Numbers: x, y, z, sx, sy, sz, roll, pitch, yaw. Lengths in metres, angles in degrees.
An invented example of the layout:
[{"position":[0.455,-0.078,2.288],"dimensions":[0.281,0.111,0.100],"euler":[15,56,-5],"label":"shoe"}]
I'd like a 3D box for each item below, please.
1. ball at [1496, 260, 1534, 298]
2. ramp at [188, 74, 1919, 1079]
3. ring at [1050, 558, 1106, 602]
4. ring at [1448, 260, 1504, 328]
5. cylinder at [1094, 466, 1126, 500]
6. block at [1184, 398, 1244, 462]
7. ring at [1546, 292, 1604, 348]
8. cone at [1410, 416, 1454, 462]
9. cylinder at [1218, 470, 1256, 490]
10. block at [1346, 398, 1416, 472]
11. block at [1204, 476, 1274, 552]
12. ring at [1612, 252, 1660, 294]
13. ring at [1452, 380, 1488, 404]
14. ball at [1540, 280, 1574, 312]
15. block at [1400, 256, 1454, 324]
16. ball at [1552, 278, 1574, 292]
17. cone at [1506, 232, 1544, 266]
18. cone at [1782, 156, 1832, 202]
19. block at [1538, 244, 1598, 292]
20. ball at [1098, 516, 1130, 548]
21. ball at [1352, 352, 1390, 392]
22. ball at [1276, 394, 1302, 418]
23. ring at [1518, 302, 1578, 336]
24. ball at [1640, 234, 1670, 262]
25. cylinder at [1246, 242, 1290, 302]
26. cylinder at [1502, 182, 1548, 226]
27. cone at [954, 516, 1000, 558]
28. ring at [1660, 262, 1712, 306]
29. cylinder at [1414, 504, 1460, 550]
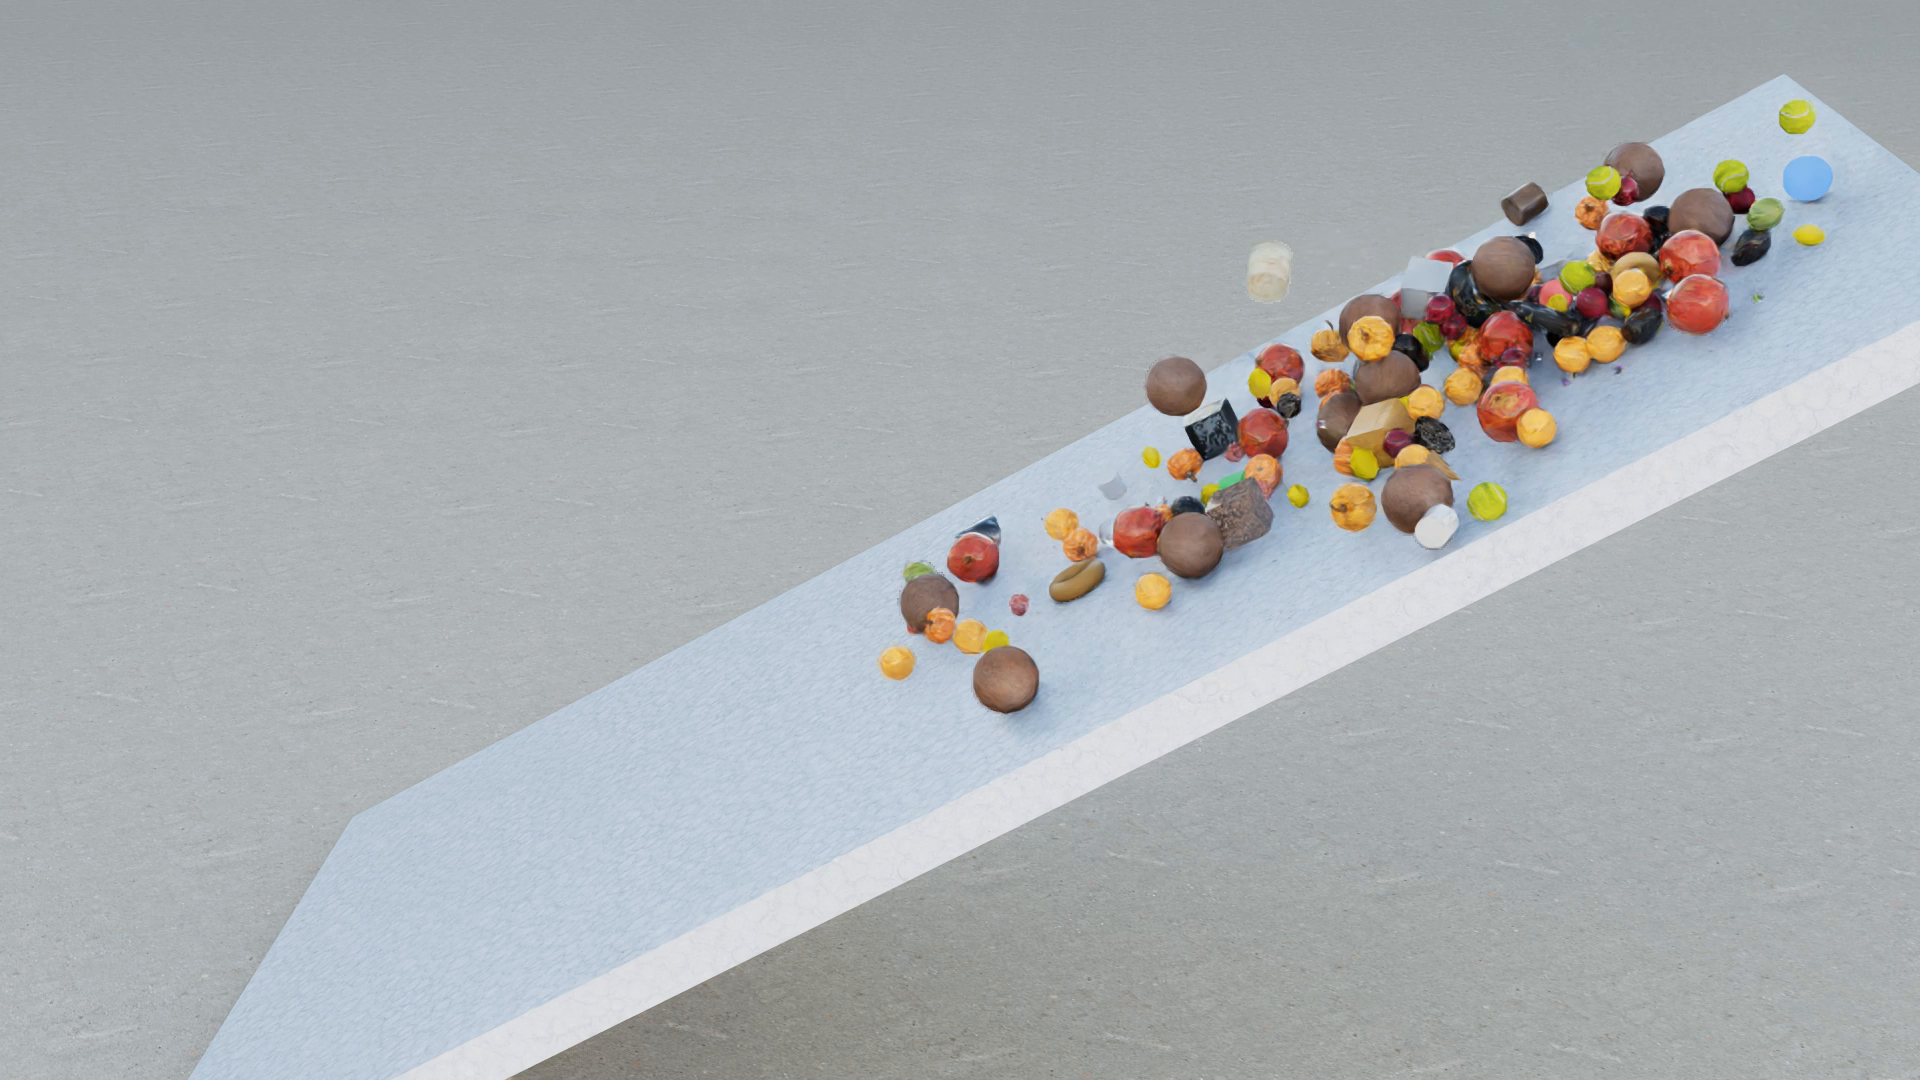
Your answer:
[{"position":[1.189,-0.559,6.307],"dimensions":[0.083,0.083,0.083],"euler":[0,18,0],"label":"ball"},{"position":[0.142,0.167,6.283],"dimensions":[4.000,0.100,2.000],"euler":[-27,14,11],"label":"ramp"},{"position":[0.243,0.083,6.079],"dimensions":[0.130,0.043,0.130],"euler":[-29,14,8],"label":"ring"},{"position":[1.053,-0.501,6.002],"dimensions":[0.147,0.147,0.049],"euler":[-18,-4,-43],"label":"ring"},{"position":[0.332,-0.125,6.485],"dimensions":[0.055,0.055,0.055],"euler":[-21,40,19],"label":"cylinder"},{"position":[0.559,-0.242,6.465],"dimensions":[0.090,0.090,0.090],"euler":[-24,15,23],"label":"block"},{"position":[1.223,-0.437,5.846],"dimensions":[0.046,0.139,0.139],"euler":[43,16,-9],"label":"ring"},{"position":[0.892,-0.176,5.677],"dimensions":[0.090,0.090,0.090],"euler":[21,41,-19],"label":"cone"},{"position":[0.573,-0.110,6.053],"dimensions":[0.057,0.057,0.057],"euler":[-20,4,35],"label":"cylinder"},{"position":[0.830,-0.206,5.757],"dimensions":[0.092,0.092,0.092],"euler":[-16,33,45],"label":"block"},{"position":[0.553,-0.052,5.815],"dimensions":[0.094,0.094,0.094],"euler":[-24,15,22],"label":"block"},{"position":[1.319,-0.521,5.743],"dimensions":[0.094,0.094,0.031],"euler":[0,38,-1],"label":"ring"},{"position":[1.018,-0.296,5.867],"dimensions":[0.075,0.025,0.075],"euler":[-26,12,6],"label":"ring"},{"position":[1.186,-0.485,5.849],"dimensions":[0.067,0.067,0.067],"euler":[0,18,0],"label":"ball"},{"position":[0.967,-0.517,6.088],"dimensions":[0.090,0.090,0.090],"euler":[11,54,17],"label":"block"},{"position":[1.239,-0.512,6.089],"dimensions":[0.063,0.063,0.063],"euler":[0,18,0],"label":"ball"},{"position":[1.254,-0.657,6.473],"dimensions":[0.081,0.081,0.081],"euler":[8,42,23],"label":"cone"},{"position":[1.691,-0.704,5.859],"dimensions":[0.096,0.096,0.096],"euler":[7,-11,21],"label":"cone"},{"position":[1.271,-0.560,6.148],"dimensions":[0.075,0.075,0.075],"euler":[-22,14,48],"label":"block"},{"position":[0.325,-0.017,6.210],"dimensions":[0.066,0.066,0.066],"euler":[0,18,0],"label":"ball"},{"position":[0.874,-0.357,6.248],"dimensions":[0.081,0.081,0.081],"euler":[0,18,0],"label":"ball"},{"position":[0.687,-0.281,6.142],"dimensions":[0.052,0.052,0.052],"euler":[0,18,0],"label":"ball"},{"position":[1.130,-0.424,5.651],"dimensions":[0.123,0.041,0.123],"euler":[18,11,-3],"label":"ring"},{"position":[1.422,-0.597,6.022],"dimensions":[0.060,0.060,0.060],"euler":[0,18,0],"label":"ball"},{"position":[0.643,-0.559,6.129],"dimensions":[0.086,0.086,0.086],"euler":[3,52,9],"label":"cylinder"},{"position":[1.309,-0.779,6.819],"dimensions":[0.076,0.076,0.076],"euler":[-34,28,-14],"label":"cylinder"},{"position":[0.027,-0.008,6.634],"dimensions":[0.097,0.097,0.097],"euler":[0,16,-27],"label":"cone"},{"position":[1.412,-0.497,5.720],"dimensions":[0.108,0.036,0.108],"euler":[-37,21,16],"label":"ring"},{"position":[0.836,-0.024,5.159],"dimensions":[0.060,0.060,0.060],"euler":[12,39,32],"label":"cylinder"}]
